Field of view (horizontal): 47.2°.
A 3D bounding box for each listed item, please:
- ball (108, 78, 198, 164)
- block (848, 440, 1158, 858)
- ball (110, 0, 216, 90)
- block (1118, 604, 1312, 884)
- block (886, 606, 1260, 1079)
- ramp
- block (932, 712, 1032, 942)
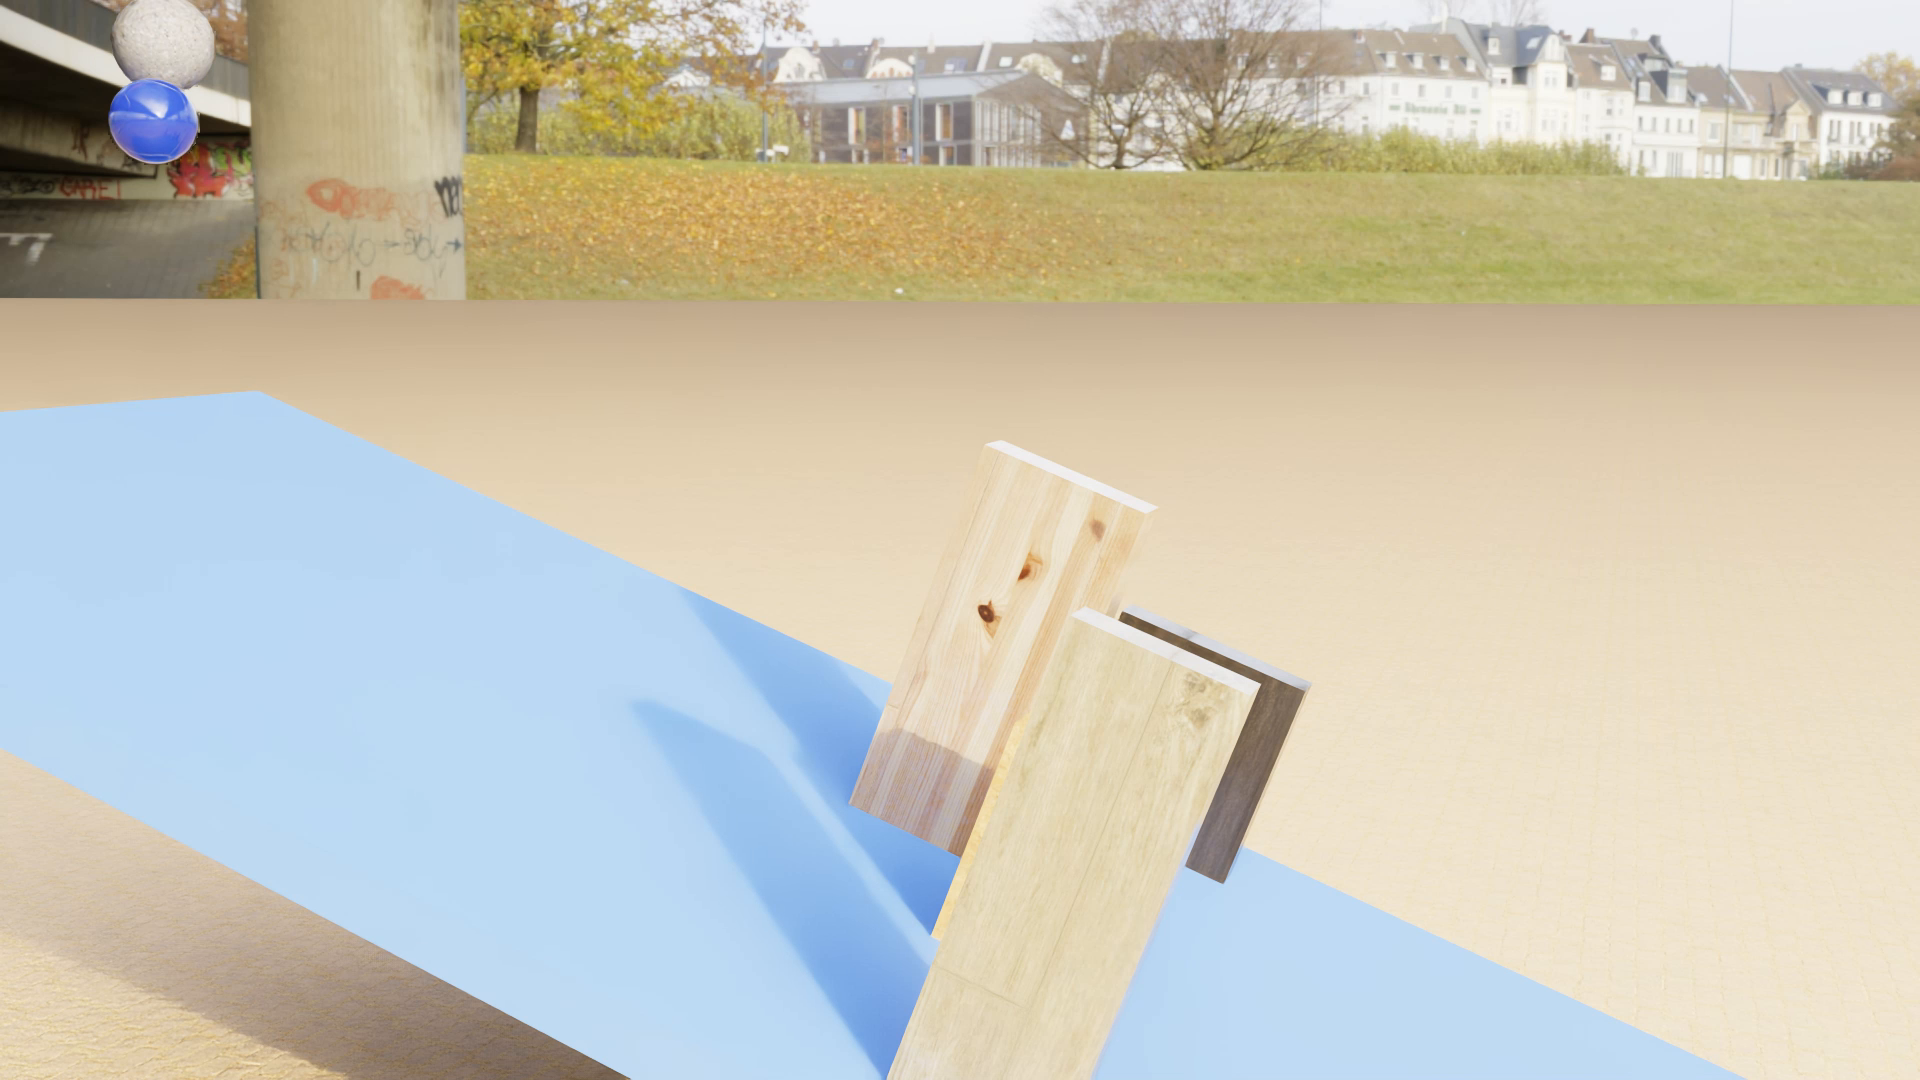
[{"bbox_3d":[-1.585,-0.824,4.324,0.166,0.166,0.166,0,7,0],"label":"ball"},{"bbox_3d":[0.079,0.228,4.258,0.335,0.767,0.114,24,13,13],"label":"block"},{"bbox_3d":[-1.682,-1.048,4.644,0.207,0.207,0.207,0,7,0],"label":"ball"},{"bbox_3d":[0.467,0.436,4.720,0.421,0.457,0.101,24,13,13],"label":"block"},{"bbox_3d":[0.158,0.507,3.202,0.277,0.771,0.090,24,13,13],"label":"block"},{"bbox_3d":[-0.316,0.566,4.200,4.000,0.100,2.000,24,13,13],"label":"ramp"},{"bbox_3d":[0.169,0.554,3.837,0.290,0.418,0.128,24,13,13],"label":"block"}]
